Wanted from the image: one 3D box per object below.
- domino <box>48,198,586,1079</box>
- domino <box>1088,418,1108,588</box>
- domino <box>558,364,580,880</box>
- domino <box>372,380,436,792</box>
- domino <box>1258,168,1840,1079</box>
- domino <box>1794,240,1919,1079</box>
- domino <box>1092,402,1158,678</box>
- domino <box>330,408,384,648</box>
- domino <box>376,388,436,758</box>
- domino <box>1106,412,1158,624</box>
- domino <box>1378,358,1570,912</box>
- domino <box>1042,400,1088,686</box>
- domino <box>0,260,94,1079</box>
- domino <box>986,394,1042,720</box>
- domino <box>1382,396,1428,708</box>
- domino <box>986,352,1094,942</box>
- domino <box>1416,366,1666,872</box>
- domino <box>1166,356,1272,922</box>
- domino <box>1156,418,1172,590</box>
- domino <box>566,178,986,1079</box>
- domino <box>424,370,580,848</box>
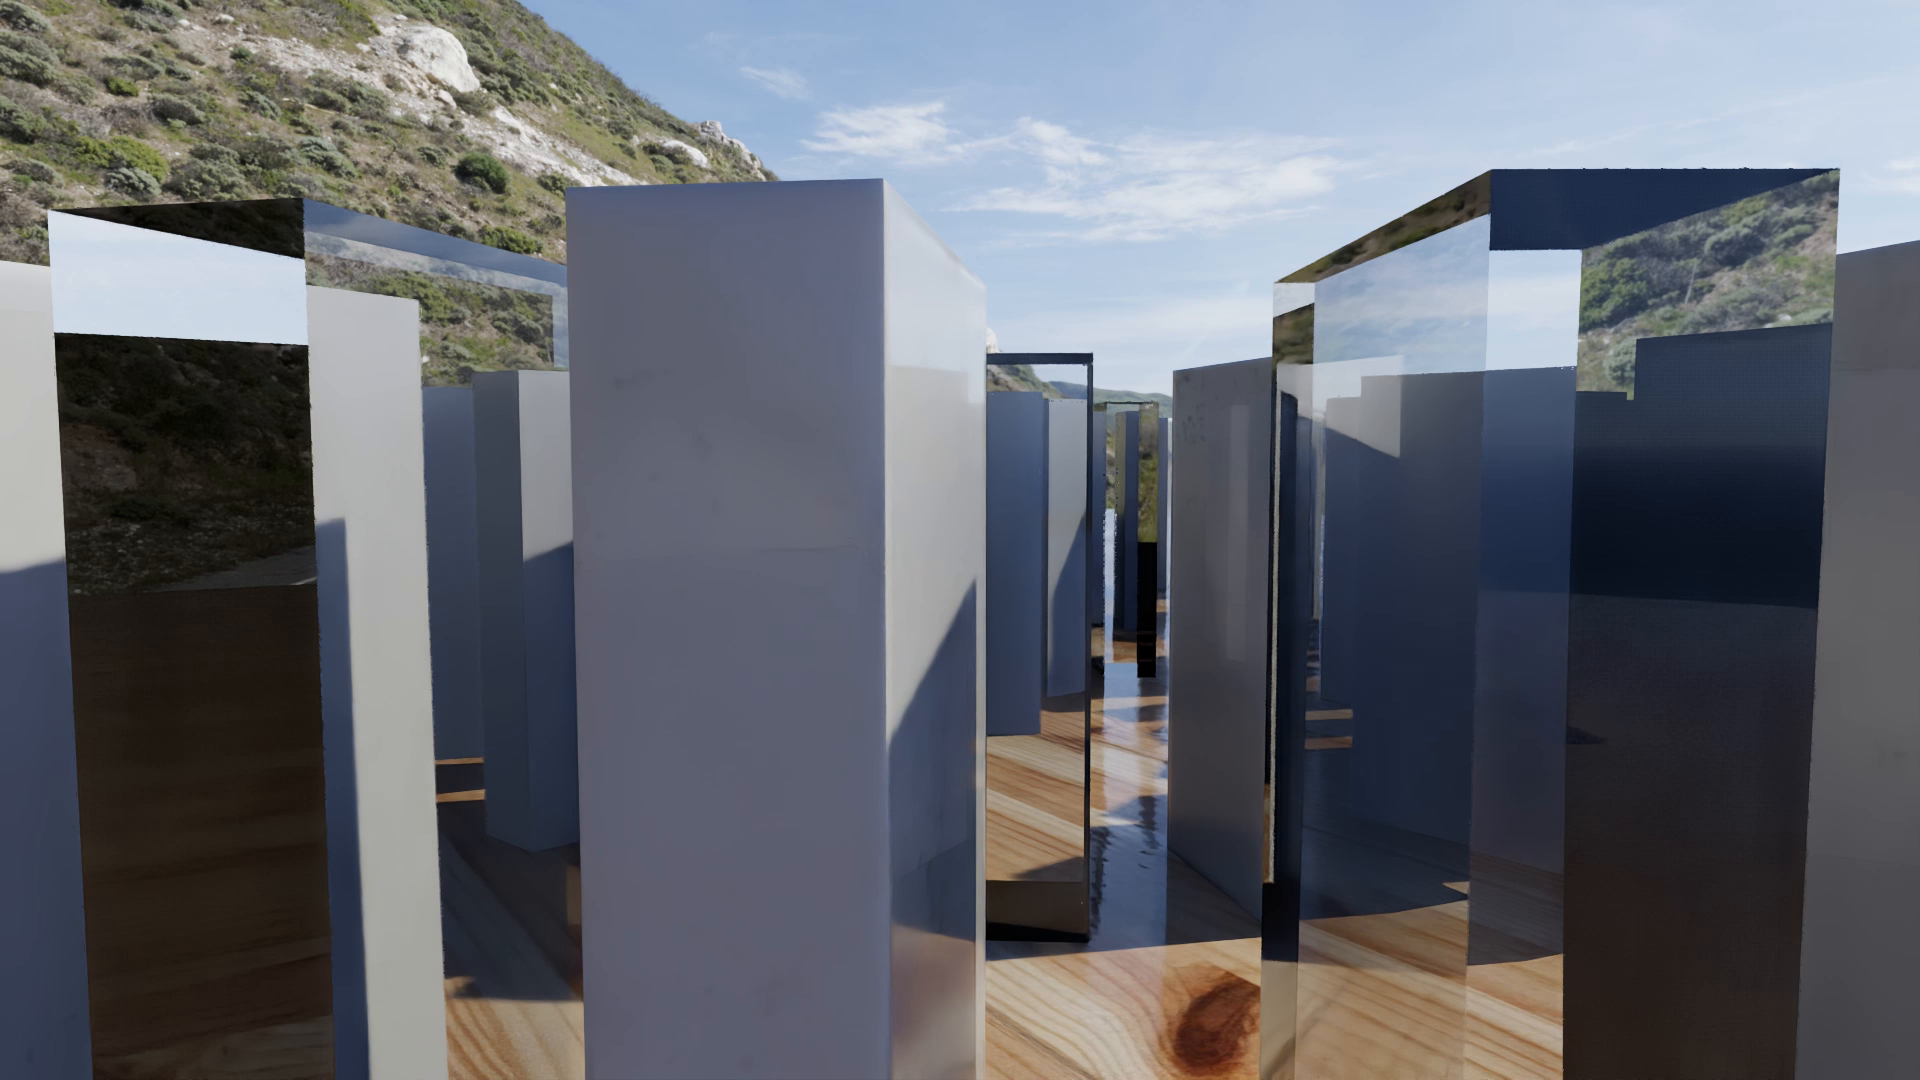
[{"bbox_3d":[-0.022,0.013,0.054,0.009,0.050,0.025,1,4,13],"label":"domino"},{"bbox_3d":[0.041,-0.012,0.388,0.009,0.050,0.025,0,4,4],"label":"domino"},{"bbox_3d":[-0.028,0.008,0.133,0.009,0.050,0.025,3,5,30],"label":"domino"},{"bbox_3d":[-0.061,0.005,0.165,0.025,0.050,0.010,-2,5,-27],"label":"domino"},{"bbox_3d":[0.019,0.014,0.049,0.009,0.050,0.025,0,4,0],"label":"domino"},{"bbox_3d":[0.040,0.014,0.051,0.009,0.050,0.025,-1,4,-8],"label":"domino"},{"bbox_3d":[0.030,-0.001,0.244,0.009,0.050,0.025,0,4,-5],"label":"domino"},{"bbox_3d":[-0.131,-0.003,0.275,0.025,0.050,0.010,2,5,20],"label":"domino"},{"bbox_3d":[-0.067,0.004,0.180,0.025,0.050,0.009,-1,4,-17],"label":"domino"},{"bbox_3d":[0.042,-0.006,0.315,0.010,0.050,0.025,0,4,1],"label":"domino"},{"bbox_3d":[0.046,0.008,0.128,0.010,0.050,0.025,-2,5,-23],"label":"domino"},{"bbox_3d":[0.011,0.000,0.236,0.010,0.050,0.025,-3,5,-39],"label":"domino"},{"bbox_3d":[-0.042,0.013,0.060,0.009,0.050,0.025,2,5,19],"label":"domino"},{"bbox_3d":[0.000,0.002,0.201,0.025,0.050,0.009,0,4,0],"label":"domino"},{"bbox_3d":[0.081,0.001,0.214,0.025,0.050,0.010,-2,5,-26],"label":"domino"},{"bbox_3d":[0.007,0.009,0.120,0.010,0.050,0.025,0,4,4],"label":"domino"},{"bbox_3d":[0.064,0.007,0.138,0.009,0.050,0.025,-4,6,-39],"label":"domino"},{"bbox_3d":[0.029,0.008,0.122,0.009,0.050,0.025,-1,4,-13],"label":"domino"},{"bbox_3d":[0.059,-0.011,0.385,0.009,0.050,0.025,1,4,15],"label":"domino"},{"bbox_3d":[-0.005,0.014,0.051,0.009,0.050,0.025,1,4,8],"label":"domino"},{"bbox_3d":[-0.046,0.007,0.146,0.010,0.050,0.025,4,6,42],"label":"domino"}]
